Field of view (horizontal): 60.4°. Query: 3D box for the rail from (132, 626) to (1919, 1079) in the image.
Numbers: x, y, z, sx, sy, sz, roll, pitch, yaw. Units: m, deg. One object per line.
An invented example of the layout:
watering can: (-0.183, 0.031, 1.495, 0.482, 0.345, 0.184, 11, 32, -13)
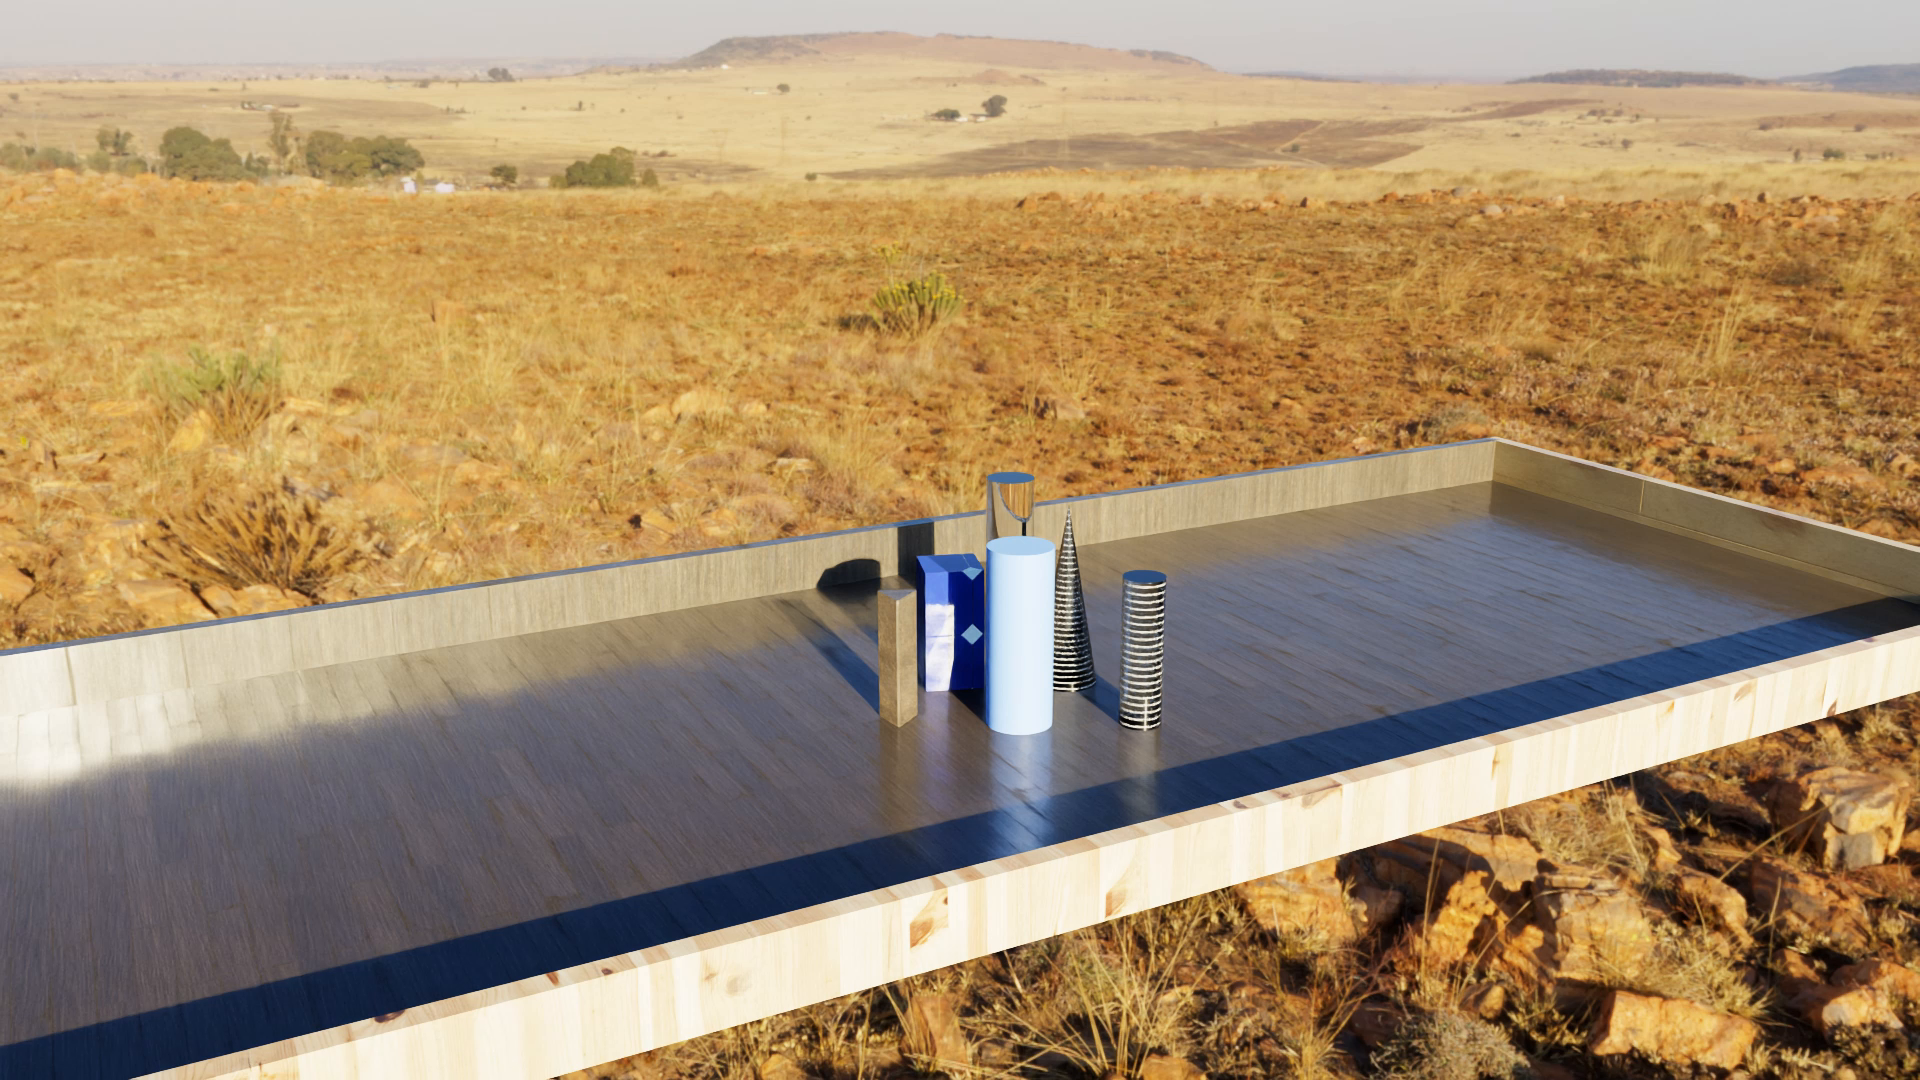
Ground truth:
rail: (-2.336, 1.006, 1.665, 12.000, 0.150, 0.050, -9, 18, -27)

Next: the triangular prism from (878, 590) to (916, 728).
triangular prism: (-0.135, 0.272, 3.875, 0.077, 0.313, 0.089, -10, 19, -32)

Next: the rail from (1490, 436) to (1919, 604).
rail: (2.466, -0.048, 5.253, 0.050, 0.150, 2.100, -9, 18, -27)

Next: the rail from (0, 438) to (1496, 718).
rail: (-3.305, 0.497, 3.399, 12.000, 0.150, 0.050, -9, 18, -27)

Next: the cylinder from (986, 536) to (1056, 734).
cylinder: (0.139, 0.221, 3.833, 0.158, 0.434, 0.158, 0, 16, 0)

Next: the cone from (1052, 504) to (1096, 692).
cone: (0.266, 0.134, 4.086, 0.156, 0.459, 0.156, 0, 16, 0)

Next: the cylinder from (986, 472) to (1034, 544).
cylinder: (0.132, 0.058, 4.346, 0.126, 0.458, 0.126, 0, 16, 0)

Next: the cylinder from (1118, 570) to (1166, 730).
cylinder: (0.424, 0.257, 3.840, 0.100, 0.361, 0.100, 0, 16, 0)

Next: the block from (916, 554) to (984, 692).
block: (-0.025, 0.204, 4.117, 0.146, 0.307, 0.146, -3, 17, -10)
